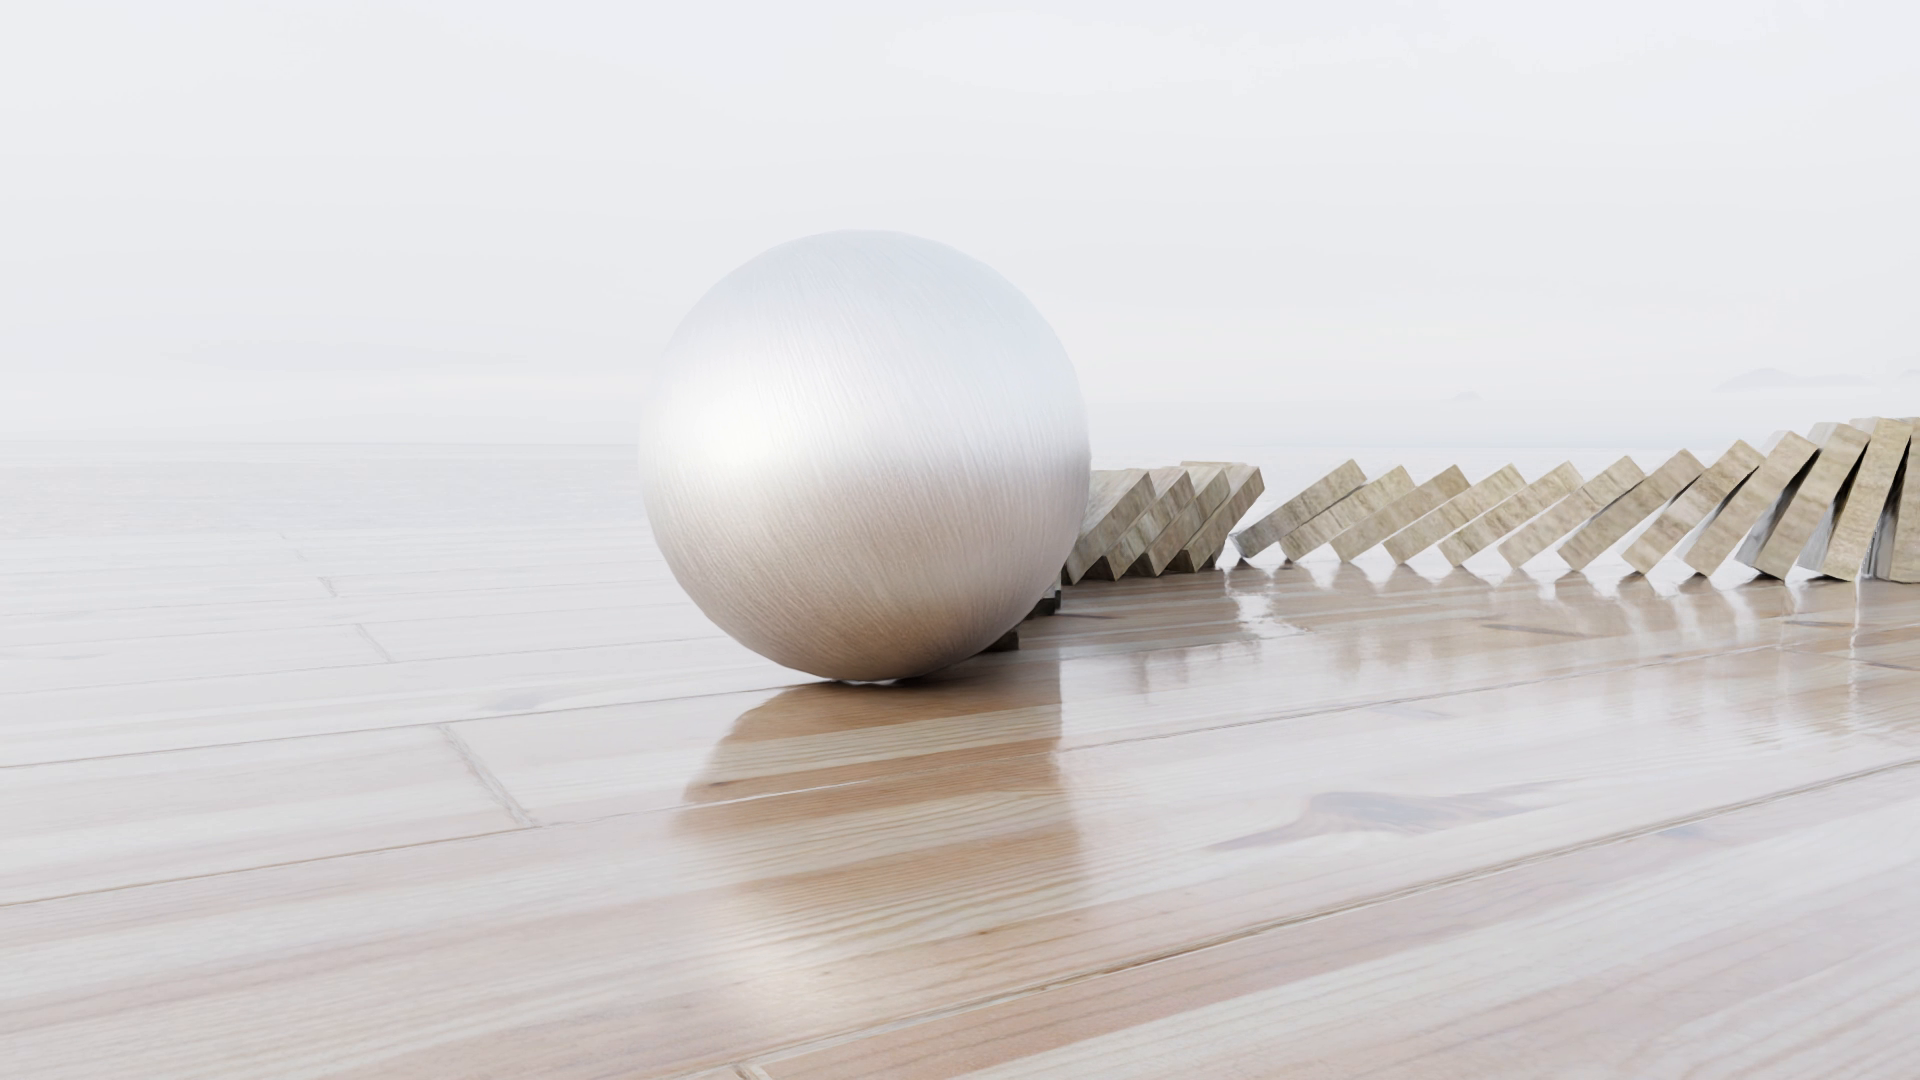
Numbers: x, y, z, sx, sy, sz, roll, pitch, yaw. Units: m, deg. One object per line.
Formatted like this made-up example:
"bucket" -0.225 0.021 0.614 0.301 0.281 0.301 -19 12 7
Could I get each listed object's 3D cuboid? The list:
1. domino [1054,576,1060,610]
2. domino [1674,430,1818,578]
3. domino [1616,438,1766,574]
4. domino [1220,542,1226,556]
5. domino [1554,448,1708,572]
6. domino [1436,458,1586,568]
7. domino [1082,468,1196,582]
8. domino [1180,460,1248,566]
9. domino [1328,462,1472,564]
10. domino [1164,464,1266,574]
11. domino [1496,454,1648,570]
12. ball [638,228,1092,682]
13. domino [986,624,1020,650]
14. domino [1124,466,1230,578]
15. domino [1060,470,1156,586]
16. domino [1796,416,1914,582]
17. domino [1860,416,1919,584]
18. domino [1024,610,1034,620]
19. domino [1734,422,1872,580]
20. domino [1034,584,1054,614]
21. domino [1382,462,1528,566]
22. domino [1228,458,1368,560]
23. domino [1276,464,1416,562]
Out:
"domino" 0.014 -0.006 0.341 0.025 0.050 0.009 0 -32 4
"domino" 0.252 -0.012 0.413 0.010 0.050 0.025 37 17 17
"domino" 0.238 -0.011 0.419 0.010 0.050 0.025 44 19 15
"domino" 0.089 -0.006 0.487 0.025 0.009 0.050 -4 17 19
"domino" 0.222 -0.010 0.427 0.050 0.010 0.025 -45 -14 20
"domino" 0.190 -0.009 0.443 0.050 0.009 0.025 -38 -11 22
"domino" 0.053 -0.006 0.418 0.025 0.010 0.050 4 37 44
"domino" 0.086 -0.010 0.464 0.025 0.009 0.050 4 39 28
"domino" 0.156 -0.010 0.459 0.050 0.009 0.025 -34 -5 15
"domino" 0.082 -0.008 0.443 0.025 0.010 0.050 6 39 43
"domino" 0.207 -0.010 0.435 0.050 0.009 0.025 -41 -13 21
"ball" -0.016 -0.015 0.230 0.080 0.080 0.080 0 4 0
"domino" 0.001 -0.002 0.273 0.025 0.050 0.010 0 -28 5
"domino" 0.067 -0.007 0.430 0.025 0.009 0.050 4 38 44
"domino" 0.038 -0.005 0.406 0.025 0.010 0.050 4 37 43
"domino" 0.281 -0.013 0.404 0.010 0.050 0.025 18 9 16
"domino" 0.295 -0.013 0.401 0.009 0.050 0.025 7 6 18
"domino" 0.006 -0.005 0.317 0.025 0.050 0.010 0 -28 5
"domino" 0.267 -0.013 0.408 0.010 0.050 0.025 28 12 15
"domino" 0.012 -0.006 0.328 0.025 0.050 0.010 0 -29 4
"domino" 0.174 -0.010 0.452 0.050 0.009 0.025 -35 -8 19
"domino" 0.123 -0.011 0.470 0.050 0.010 0.025 -35 -2 6
"domino" 0.139 -0.010 0.466 0.050 0.009 0.025 -33 -2 10
